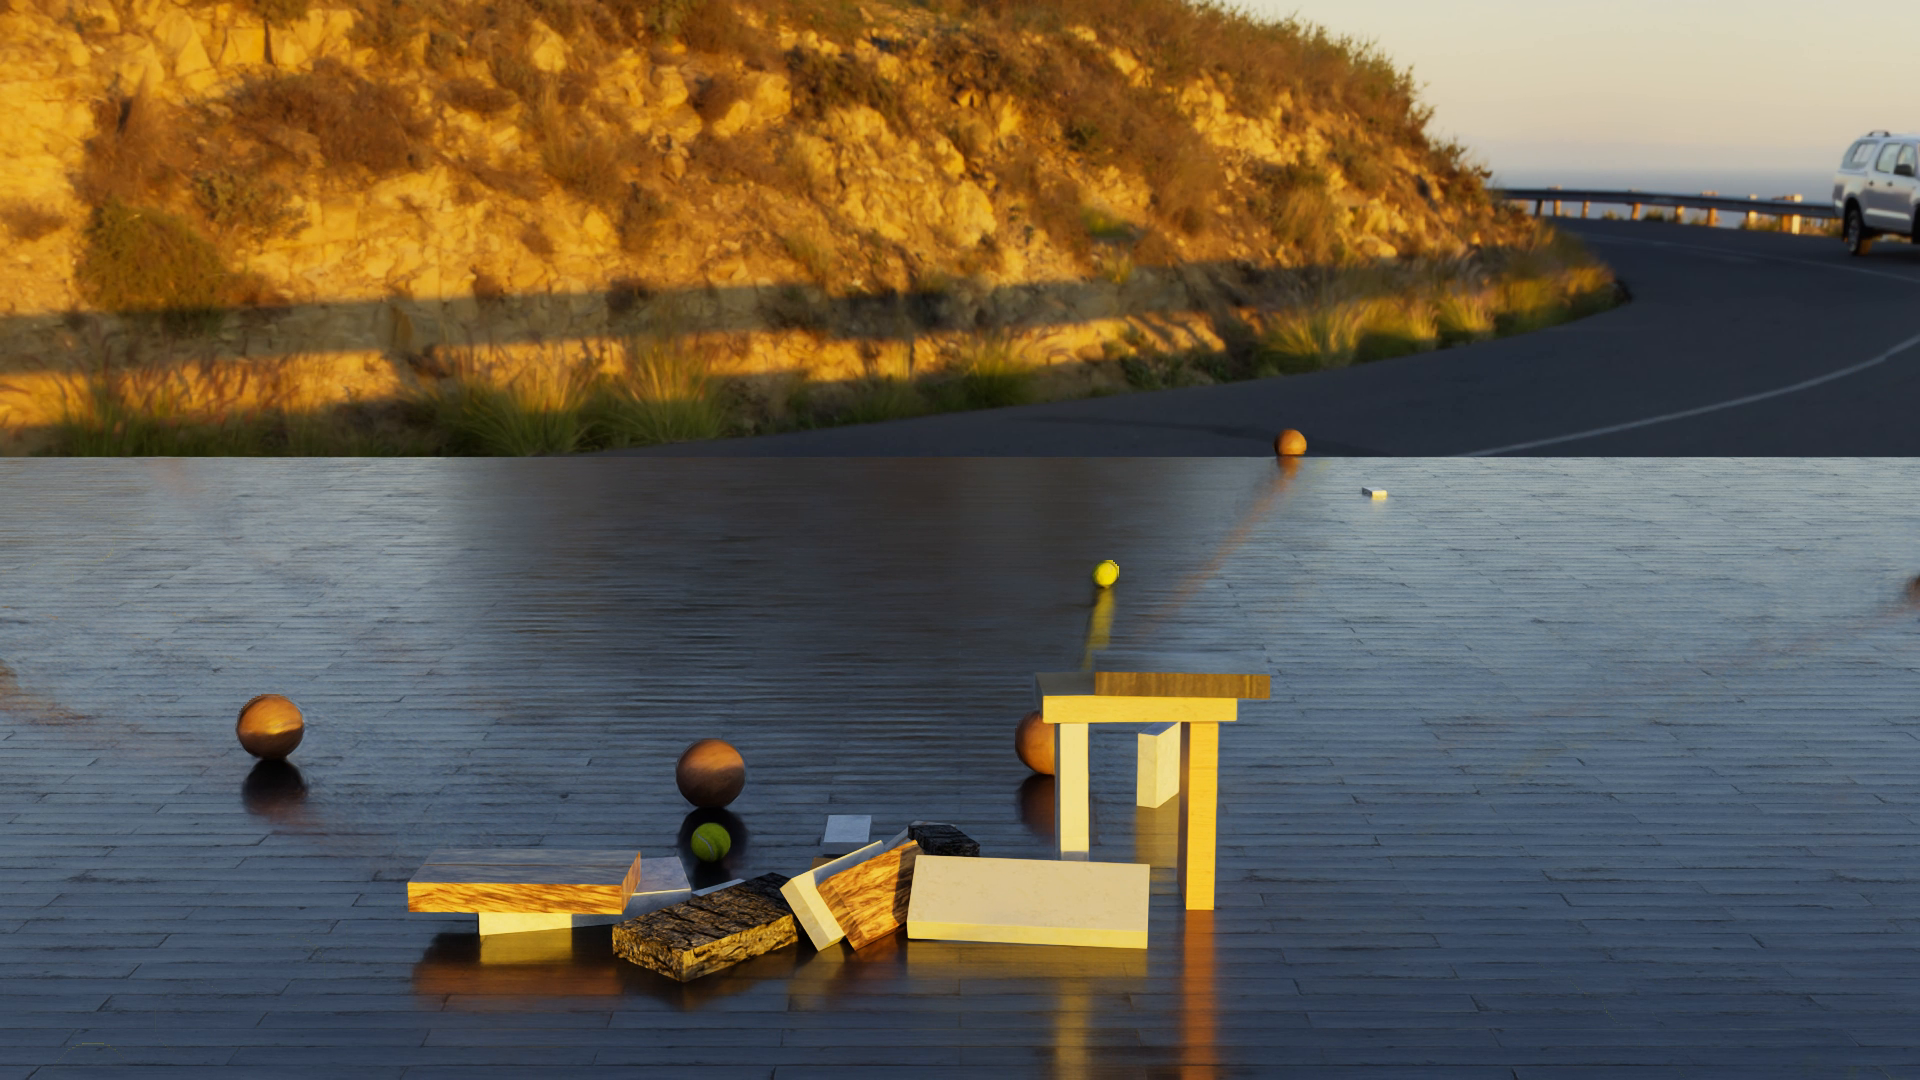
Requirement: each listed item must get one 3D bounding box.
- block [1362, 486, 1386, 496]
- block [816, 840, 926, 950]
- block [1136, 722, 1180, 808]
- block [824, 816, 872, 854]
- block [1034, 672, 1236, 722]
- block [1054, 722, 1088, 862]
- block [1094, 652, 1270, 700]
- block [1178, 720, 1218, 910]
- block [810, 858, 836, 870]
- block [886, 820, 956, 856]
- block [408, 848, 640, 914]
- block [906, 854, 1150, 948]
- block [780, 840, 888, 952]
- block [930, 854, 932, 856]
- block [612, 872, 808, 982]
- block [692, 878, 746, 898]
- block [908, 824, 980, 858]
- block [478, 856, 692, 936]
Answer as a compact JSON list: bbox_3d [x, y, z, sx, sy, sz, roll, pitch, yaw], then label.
[{"bbox_3d":[1.457,-0.172,7.735,0.050,0.014,0.101,-2,11,-11],"label":"block"},{"bbox_3d":[-0.118,0.565,3.511,0.033,0.115,0.230,-43,-16,33],"label":"block"},{"bbox_3d":[0.414,0.411,4.252,0.040,0.140,0.280,5,12,26],"label":"block"},{"bbox_3d":[-0.201,0.528,3.944,0.078,0.022,0.156,0,11,0],"label":"block"},{"bbox_3d":[0.286,0.257,3.622,0.313,0.044,0.157,0,11,-3],"label":"block"},{"bbox_3d":[0.184,0.435,3.643,0.044,0.313,0.157,-1,11,-1],"label":"block"},{"bbox_3d":[0.360,0.220,3.592,0.280,0.040,0.140,1,11,4],"label":"block"},{"bbox_3d":[0.393,0.436,3.642,0.044,0.313,0.157,0,11,0],"label":"block"},{"bbox_3d":[-0.204,0.563,3.715,0.101,0.014,0.050,3,39,14],"label":"block"},{"bbox_3d":[-0.091,0.545,3.849,0.078,0.022,0.276,4,11,20],"label":"block"},{"bbox_3d":[-0.693,0.545,3.521,0.336,0.048,0.168,0,11,2],"label":"block"},{"bbox_3d":[0.110,0.571,3.481,0.374,0.040,0.140,2,39,5],"label":"block"},{"bbox_3d":[-0.175,0.565,3.507,0.033,0.115,0.230,-43,-17,33],"label":"block"},{"bbox_3d":[0.035,0.570,3.687,0.230,0.033,0.115,6,12,30],"label":"block"},{"bbox_3d":[-0.361,0.605,3.459,0.168,0.048,0.336,9,14,42],"label":"block"},{"bbox_3d":[-0.391,0.586,3.651,0.101,0.014,0.050,-10,14,-42],"label":"block"},{"bbox_3d":[-0.029,0.522,3.812,0.078,0.022,0.156,2,5,-20],"label":"block"},{"bbox_3d":[-0.617,0.580,3.595,0.336,0.048,0.168,-3,11,-14],"label":"block"}]
